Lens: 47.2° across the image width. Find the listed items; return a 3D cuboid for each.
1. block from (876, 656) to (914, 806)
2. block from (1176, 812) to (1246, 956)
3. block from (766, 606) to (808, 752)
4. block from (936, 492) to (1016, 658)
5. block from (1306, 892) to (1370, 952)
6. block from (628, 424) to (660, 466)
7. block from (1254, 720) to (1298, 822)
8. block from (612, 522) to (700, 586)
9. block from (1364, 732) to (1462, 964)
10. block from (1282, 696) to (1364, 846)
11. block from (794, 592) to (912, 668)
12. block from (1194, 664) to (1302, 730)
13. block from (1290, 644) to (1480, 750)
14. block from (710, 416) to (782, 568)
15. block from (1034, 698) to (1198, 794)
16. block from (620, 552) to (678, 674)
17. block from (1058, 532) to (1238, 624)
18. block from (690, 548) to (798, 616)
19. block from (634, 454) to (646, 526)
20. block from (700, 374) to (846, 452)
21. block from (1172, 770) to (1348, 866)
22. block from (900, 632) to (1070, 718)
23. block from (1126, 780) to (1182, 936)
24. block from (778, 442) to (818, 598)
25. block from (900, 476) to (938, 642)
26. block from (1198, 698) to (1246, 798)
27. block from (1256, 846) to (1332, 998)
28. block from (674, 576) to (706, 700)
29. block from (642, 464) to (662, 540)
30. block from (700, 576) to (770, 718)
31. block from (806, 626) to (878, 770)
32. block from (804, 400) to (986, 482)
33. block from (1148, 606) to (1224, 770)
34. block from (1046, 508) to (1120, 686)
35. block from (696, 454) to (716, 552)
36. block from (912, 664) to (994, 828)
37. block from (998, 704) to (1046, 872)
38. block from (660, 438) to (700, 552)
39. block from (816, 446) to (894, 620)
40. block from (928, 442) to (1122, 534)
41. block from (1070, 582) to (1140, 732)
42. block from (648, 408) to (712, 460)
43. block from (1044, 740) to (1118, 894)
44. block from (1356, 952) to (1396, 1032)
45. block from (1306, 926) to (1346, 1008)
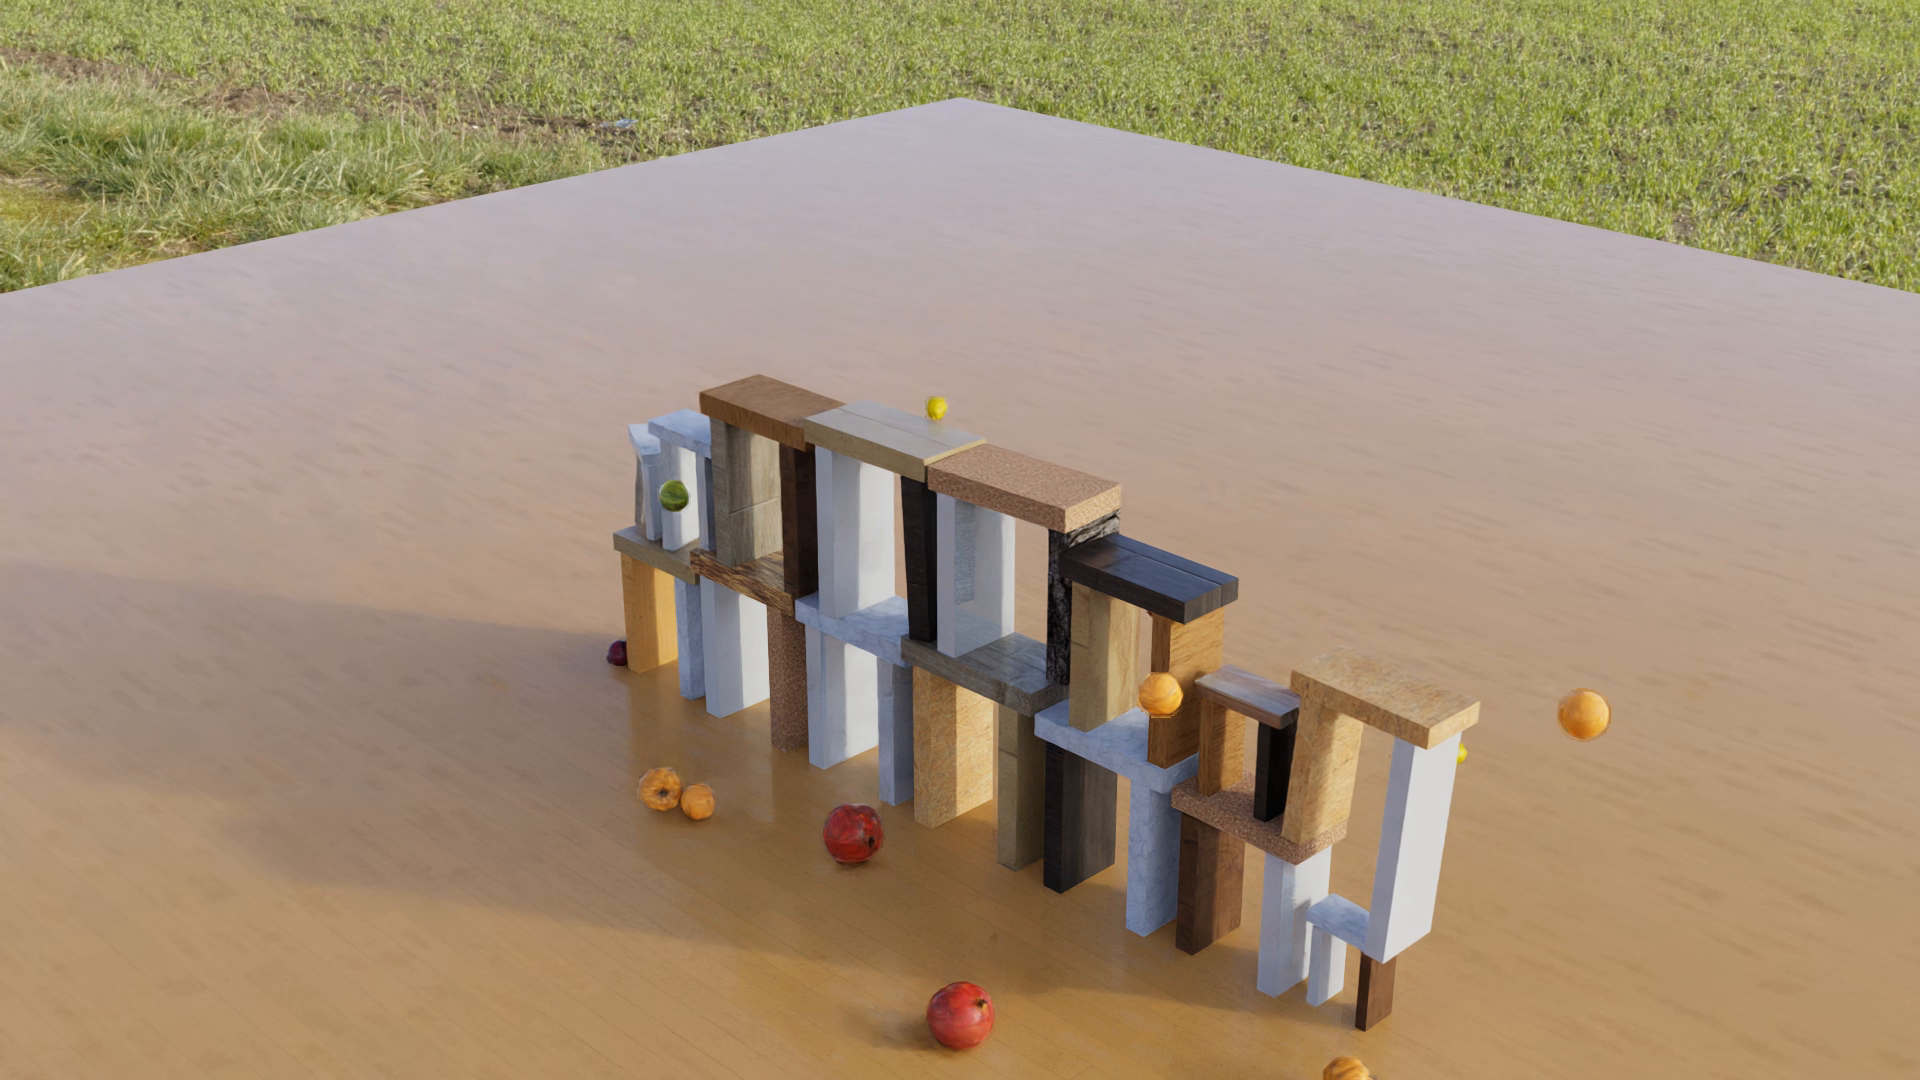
[{"bbox_3d":[-0.093,0.365,4.486,0.046,0.323,0.162,21,31,41],"label":"block"},{"bbox_3d":[0.456,0.600,3.988,0.040,0.280,0.140,21,31,41],"label":"block"},{"bbox_3d":[-0.329,0.272,4.696,0.047,0.331,0.166,21,31,41],"label":"block"},{"bbox_3d":[0.031,0.046,4.211,0.047,0.329,0.164,21,31,41],"label":"block"},{"bbox_3d":[0.679,0.661,3.770,0.154,0.022,0.077,25,33,39],"label":"block"},{"bbox_3d":[-0.685,-0.217,4.930,0.089,0.025,0.177,-6,27,-17],"label":"block"},{"bbox_3d":[0.551,0.385,3.795,0.094,0.187,0.027,-21,30,-40],"label":"block"},{"bbox_3d":[-0.629,0.022,4.918,0.289,0.041,0.144,21,31,40],"label":"block"},{"bbox_3d":[0.746,0.490,3.623,0.138,0.419,0.039,-21,34,-41],"label":"block"},{"bbox_3d":[0.619,0.368,3.719,0.138,0.275,0.039,-21,35,-40],"label":"block"},{"bbox_3d":[-0.168,0.166,4.485,0.323,0.046,0.162,21,31,40],"label":"block"},{"bbox_3d":[0.507,0.269,3.795,0.094,0.027,0.187,-21,31,-40],"label":"block"},{"bbox_3d":[0.691,0.254,3.588,0.138,0.039,0.275,-20,31,-39],"label":"block"},{"bbox_3d":[-0.444,-0.121,4.658,0.046,0.328,0.164,21,31,41],"label":"block"},{"bbox_3d":[0.304,0.365,4.043,0.156,0.044,0.312,-21,31,-40],"label":"block"},{"bbox_3d":[-0.699,0.148,5.043,0.041,0.289,0.144,21,31,41],"label":"block"},{"bbox_3d":[0.332,0.065,3.893,0.146,0.041,0.292,-21,31,-40],"label":"block"},{"bbox_3d":[-0.407,0.068,4.694,0.331,0.047,0.166,21,31,41],"label":"block"},{"bbox_3d":[-0.711,0.009,5.082,0.025,0.507,0.089,20,23,39],"label":"block"},{"bbox_3d":[-0.366,-0.264,4.515,0.328,0.046,0.164,21,31,40],"label":"block"},{"bbox_3d":[0.524,0.478,3.868,0.140,0.040,0.280,-21,30,-40],"label":"block"},{"bbox_3d":[0.070,0.235,4.249,0.349,0.049,0.175,21,31,41],"label":"block"},{"bbox_3d":[0.378,0.559,4.045,0.044,0.312,0.156,21,31,41],"label":"block"},{"bbox_3d":[-0.289,-0.061,4.516,0.046,0.328,0.164,21,31,41],"label":"block"},{"bbox_3d":[-0.042,0.013,4.278,0.047,0.334,0.167,10,24,30],"label":"block"},{"bbox_3d":[0.462,0.350,3.878,0.094,0.187,0.027,-21,30,-40],"label":"block"},{"bbox_3d":[0.588,0.651,3.867,0.040,0.280,0.140,21,31,41],"label":"block"},{"bbox_3d":[-0.563,0.201,4.918,0.144,0.289,0.041,-21,31,-40],"label":"block"},{"bbox_3d":[-0.662,-0.095,4.911,0.089,0.177,0.025,-21,30,-40],"label":"block"},{"bbox_3d":[-0.486,0.211,4.839,0.047,0.331,0.166,21,31,41],"label":"block"},{"bbox_3d":[-0.245,0.306,4.626,0.046,0.323,0.162,21,31,41],"label":"block"},{"bbox_3d":[-0.129,-0.196,4.281,0.334,0.047,0.167,20,30,40],"label":"block"},{"bbox_3d":[0.400,0.246,3.894,0.146,0.292,0.041,-21,31,-40],"label":"block"},{"bbox_3d":[0.230,0.090,4.107,0.047,0.328,0.164,17,28,34],"label":"block"},{"bbox_3d":[-0.514,-0.095,4.739,0.108,0.217,0.031,-21,31,-41],"label":"block"},{"bbox_3d":[-0.013,0.387,4.402,0.049,0.349,0.175,21,31,41],"label":"block"},{"bbox_3d":[0.152,0.451,4.251,0.049,0.349,0.175,21,31,41],"label":"block"},{"bbox_3d":[-0.615,-0.117,4.852,0.031,0.265,0.108,14,27,25],"label":"block"},{"bbox_3d":[-0.210,-0.035,4.434,0.047,0.364,0.167,21,31,40],"label":"block"},{"bbox_3d":[0.118,-0.099,4.073,0.329,0.047,0.164,19,29,37],"label":"block"},{"bbox_3d":[0.266,0.192,4.021,0.041,0.292,0.146,20,30,39],"label":"block"},{"bbox_3d":[-0.563,-0.230,4.739,0.217,0.031,0.108,22,31,40],"label":"block"},{"bbox_3d":[0.230,0.501,4.180,0.044,0.312,0.156,21,31,41],"label":"block"},{"bbox_3d":[0.715,0.759,3.774,0.022,0.154,0.077,21,31,41],"label":"block"},{"bbox_3d":[0.642,0.731,3.841,0.022,0.154,0.077,21,31,41],"label":"block"}]
